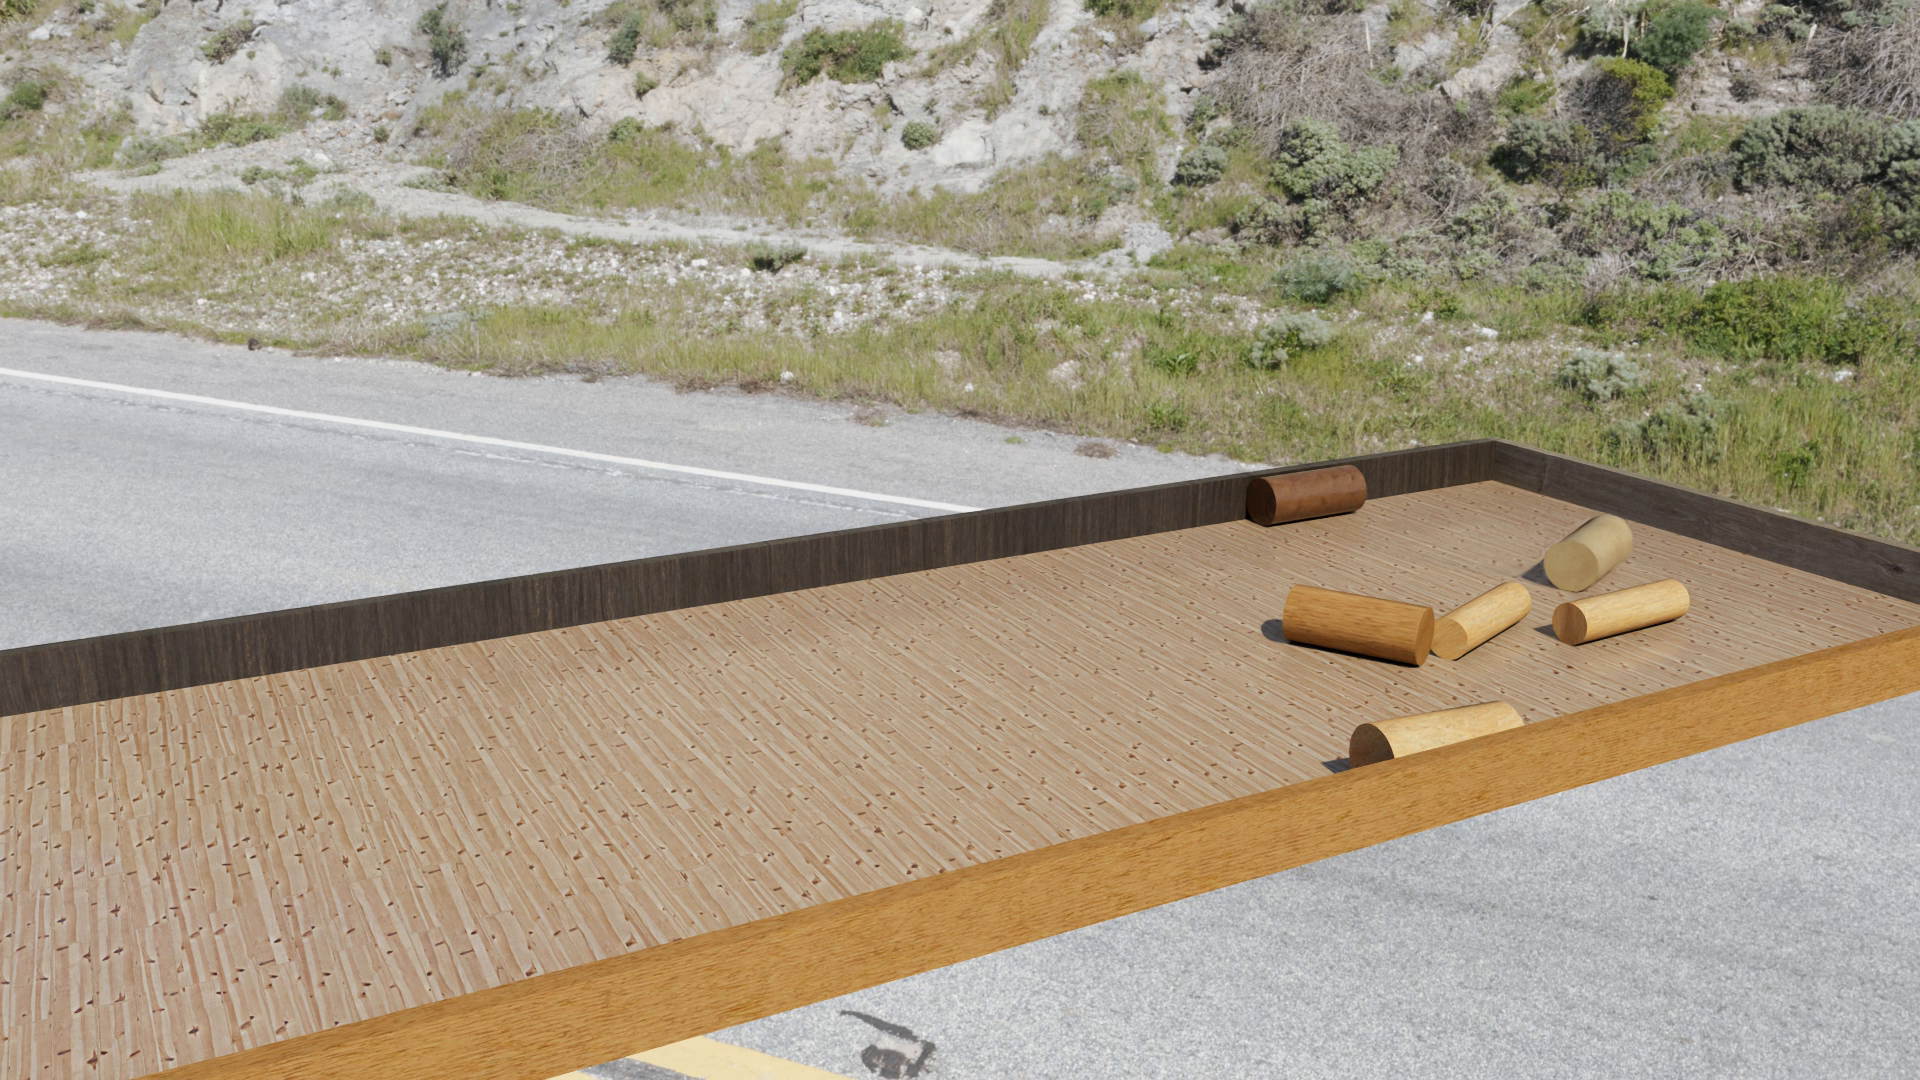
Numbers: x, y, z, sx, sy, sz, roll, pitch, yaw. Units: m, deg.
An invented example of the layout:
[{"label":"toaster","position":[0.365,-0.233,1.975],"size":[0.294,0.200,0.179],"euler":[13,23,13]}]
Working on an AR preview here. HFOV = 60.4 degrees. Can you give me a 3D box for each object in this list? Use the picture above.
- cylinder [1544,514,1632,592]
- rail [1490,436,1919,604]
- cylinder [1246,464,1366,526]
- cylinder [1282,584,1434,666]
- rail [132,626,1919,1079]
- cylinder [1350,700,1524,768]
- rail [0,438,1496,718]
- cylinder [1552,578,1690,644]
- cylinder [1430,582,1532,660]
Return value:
[{"label":"cylinder","position":[1.891,0.037,4.957],"size":[0.155,0.155,0.354],"euler":[12,20,35]},{"label":"rail","position":[2.466,-0.048,5.253],"size":[0.050,0.150,2.100],"euler":[-9,18,-27]},{"label":"cylinder","position":[1.174,-0.153,5.588],"size":[0.388,0.161,0.161],"euler":[-9,18,-27]},{"label":"cylinder","position":[1.045,0.221,4.331],"size":[0.357,0.154,0.154],"euler":[10,19,31]},{"label":"rail","position":[-2.336,1.006,1.665],"size":[12.000,0.150,0.050],"euler":[-9,18,-27]},{"label":"cylinder","position":[1.025,0.450,3.530],"size":[0.339,0.166,0.166],"euler":[-6,18,-21]},{"label":"rail","position":[-3.305,0.497,3.399],"size":[12.000,0.150,0.050],"euler":[-9,18,-27]},{"label":"cylinder","position":[1.802,0.194,4.493],"size":[0.416,0.114,0.114],"euler":[-9,19,-29]},{"label":"cylinder","position":[1.398,0.213,4.430],"size":[0.113,0.113,0.407],"euler":[14,21,39]}]
